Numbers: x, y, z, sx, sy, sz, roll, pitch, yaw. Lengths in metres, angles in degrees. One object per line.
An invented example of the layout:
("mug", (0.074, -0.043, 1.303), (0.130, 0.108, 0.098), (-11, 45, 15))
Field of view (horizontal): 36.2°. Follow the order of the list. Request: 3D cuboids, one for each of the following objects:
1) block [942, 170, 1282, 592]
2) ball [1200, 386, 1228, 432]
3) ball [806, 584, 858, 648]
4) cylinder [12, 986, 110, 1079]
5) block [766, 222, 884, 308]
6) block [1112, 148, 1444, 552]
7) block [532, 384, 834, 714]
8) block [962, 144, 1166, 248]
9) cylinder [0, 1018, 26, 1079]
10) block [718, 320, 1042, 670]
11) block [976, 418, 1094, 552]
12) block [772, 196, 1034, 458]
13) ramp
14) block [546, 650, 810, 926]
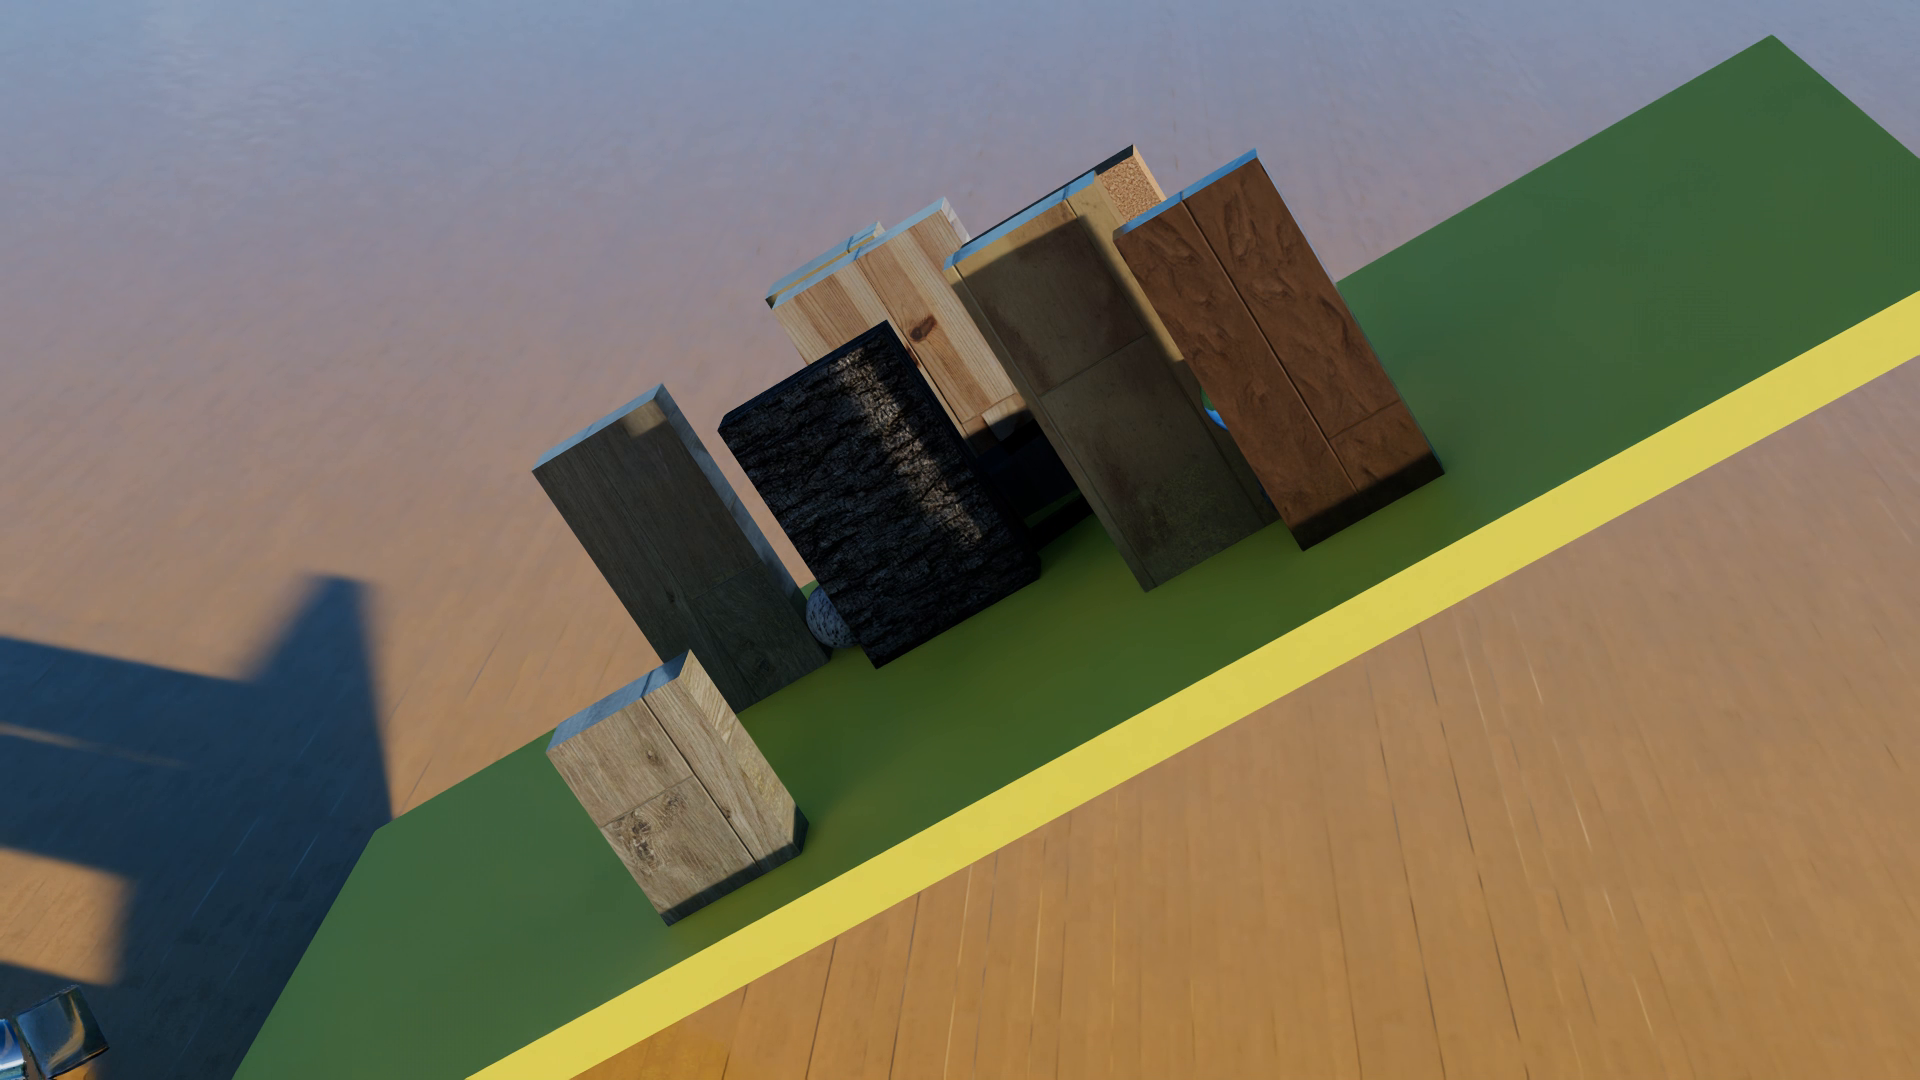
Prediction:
("block", (0.313, -0.304, 5.745), (0.337, 0.762, 0.112), (-30, 15, 13))
("ball", (0.548, -0.290, 5.599), (0.183, 0.183, 0.183), (0, 19, 0))
("ball", (-0.267, 0.164, 6.634), (0.163, 0.163, 0.163), (0, 19, 0))
("cylinder", (-2.017, 1.107, 6.601), (0.158, 0.158, 0.158), (-26, 2, 1))
("block", (-0.144, -0.382, 7.069), (0.304, 0.698, 0.144), (-30, 15, 13))
("block", (0.591, -0.346, 5.437), (0.301, 0.696, 0.081), (-30, 15, 13))
("block", (-0.621, 0.041, 6.657), (0.329, 0.723, 0.123), (-30, 15, 13))
("block", (0.362, -0.395, 6.033), (0.409, 0.714, 0.108), (-30, 15, 13))
("cylinder", (-2.176, 1.169, 6.470), (0.187, 0.187, 0.187), (-13, 23, -32))
("block", (-0.169, -0.094, 6.327), (0.416, 0.633, 0.115), (-30, 15, 13))
("block", (0.177, -0.127, 6.432), (0.197, 0.197, 0.197), (-35, -15, -8))
("block", (-0.037, -0.347, 6.676), (0.448, 0.728, 0.126), (-30, 15, 13))
("ramp", (0.141, 0.169, 6.289), (4.000, 0.100, 2.000), (-30, 15, 13))
("block", (-0.542, 0.479, 5.678), (0.309, 0.425, 0.141), (-30, 15, 13))
